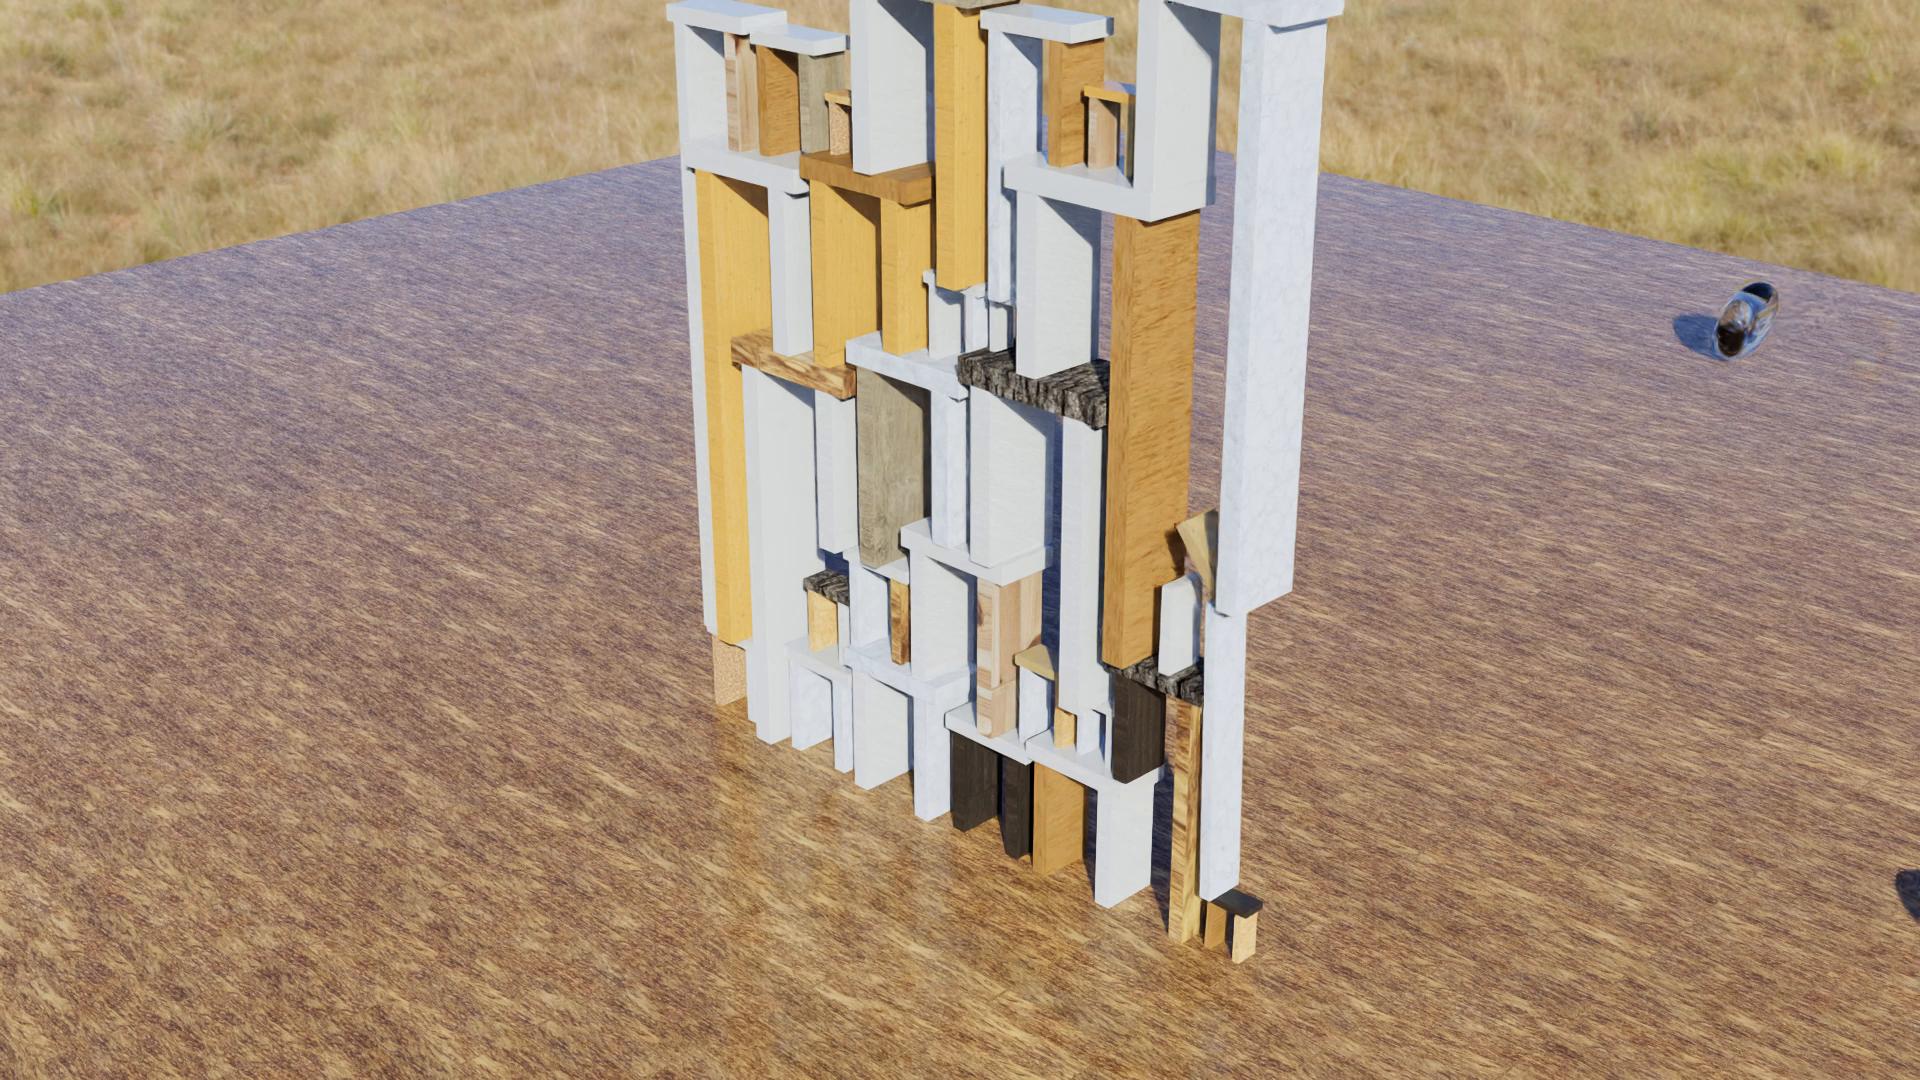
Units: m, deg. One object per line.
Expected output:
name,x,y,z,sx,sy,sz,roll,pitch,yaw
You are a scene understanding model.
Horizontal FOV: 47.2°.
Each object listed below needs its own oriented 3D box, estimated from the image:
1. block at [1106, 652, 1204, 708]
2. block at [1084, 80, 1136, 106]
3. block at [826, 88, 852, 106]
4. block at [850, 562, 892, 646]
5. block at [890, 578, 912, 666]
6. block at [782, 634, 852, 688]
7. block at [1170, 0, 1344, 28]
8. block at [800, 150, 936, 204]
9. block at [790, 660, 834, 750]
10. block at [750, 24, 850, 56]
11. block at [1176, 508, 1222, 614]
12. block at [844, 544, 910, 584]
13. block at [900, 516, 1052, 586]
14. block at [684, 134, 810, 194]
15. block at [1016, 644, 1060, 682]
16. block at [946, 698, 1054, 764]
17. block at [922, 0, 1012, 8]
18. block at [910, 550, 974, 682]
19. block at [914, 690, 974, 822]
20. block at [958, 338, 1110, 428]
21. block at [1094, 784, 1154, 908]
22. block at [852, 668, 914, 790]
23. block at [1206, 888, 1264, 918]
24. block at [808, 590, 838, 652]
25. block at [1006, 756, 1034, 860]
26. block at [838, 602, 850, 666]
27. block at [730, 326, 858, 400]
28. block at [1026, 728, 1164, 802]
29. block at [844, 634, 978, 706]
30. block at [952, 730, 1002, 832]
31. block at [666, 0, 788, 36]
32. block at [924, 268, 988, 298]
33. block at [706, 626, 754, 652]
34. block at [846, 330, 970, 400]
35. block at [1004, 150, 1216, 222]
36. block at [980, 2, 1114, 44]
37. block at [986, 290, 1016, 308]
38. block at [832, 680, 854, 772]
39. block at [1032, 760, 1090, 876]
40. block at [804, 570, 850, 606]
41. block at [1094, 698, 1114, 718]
block,0.379,0.232,3.916,0.108,0.031,0.217,-21,31,-40
block,0.270,-0.736,3.621,0.060,0.017,0.121,-21,31,-40
block,-0.198,-0.822,4.090,0.050,0.014,0.101,-22,32,-40
block,-0.181,0.117,4.467,0.091,0.183,0.026,-21,31,-41
block,-0.095,0.151,4.388,0.026,0.183,0.091,21,31,41
block,-0.265,0.248,4.611,0.206,0.029,0.103,21,31,41
block,0.423,-0.853,3.399,0.307,0.043,0.153,25,34,38
block,-0.147,-0.684,4.096,0.147,0.042,0.293,-22,31,-40
block,-0.314,0.337,4.702,0.029,0.206,0.103,21,31,41
block,-0.303,-0.946,4.152,0.092,0.026,0.184,-21,31,-40
block,0.441,0.035,3.756,0.084,0.167,0.024,-21,-8,-41
block,-0.138,0.038,4.387,0.091,0.026,0.183,-21,31,-41
block,0.030,0.012,4.201,0.273,0.039,0.136,21,31,41
block,-0.372,-0.744,4.314,0.330,0.047,0.165,21,31,41
block,0.176,0.235,4.133,0.068,0.019,0.136,-21,31,-41
block,0.087,0.370,4.292,0.218,0.031,0.109,21,31,41
block,-0.045,-0.984,3.851,0.164,0.046,0.328,-22,31,-40
block,-0.034,0.130,4.321,0.039,0.273,0.136,21,31,41
block,-0.031,0.419,4.429,0.038,0.268,0.134,21,31,41
block,0.177,-0.285,3.912,0.171,0.049,0.343,-21,31,-40
block,0.309,0.561,4.132,0.034,0.240,0.120,21,31,41
block,-0.157,0.370,4.545,0.038,0.268,0.134,21,31,41
block,0.492,0.650,3.960,0.049,0.014,0.097,-21,29,-41
block,-0.284,0.159,4.606,0.020,0.139,0.070,21,31,41
block,0.138,0.504,4.294,0.031,0.218,0.109,21,31,41
block,-0.218,0.184,4.545,0.020,0.139,0.070,21,31,41
block,-0.285,-0.362,4.381,0.334,0.047,0.167,21,31,41
block,0.252,0.412,4.130,0.240,0.034,0.120,21,31,41
block,-0.094,0.254,4.428,0.268,0.038,0.134,21,31,41
block,0.036,0.464,4.388,0.031,0.218,0.109,21,31,41
block,-0.455,-1.020,4.280,0.229,0.032,0.114,21,31,40
block,0.008,-0.474,4.012,0.072,0.020,0.143,-21,31,-40
block,-0.467,0.201,4.818,0.171,0.024,0.085,21,31,41
block,-0.056,-0.339,4.141,0.305,0.043,0.153,21,31,41
block,0.249,-0.602,3.696,0.164,0.047,0.329,-21,31,-40
block,0.145,-0.868,3.692,0.209,0.030,0.104,21,31,41
block,0.097,-0.434,3.937,0.048,0.014,0.096,-21,31,-40
block,-0.217,0.375,4.612,0.029,0.206,0.103,21,31,41
block,0.196,0.516,4.236,0.034,0.240,0.120,21,31,41
block,-0.251,0.098,4.544,0.140,0.020,0.070,21,31,41
block,0.267,0.298,4.065,0.053,0.015,0.106,-21,31,-40
